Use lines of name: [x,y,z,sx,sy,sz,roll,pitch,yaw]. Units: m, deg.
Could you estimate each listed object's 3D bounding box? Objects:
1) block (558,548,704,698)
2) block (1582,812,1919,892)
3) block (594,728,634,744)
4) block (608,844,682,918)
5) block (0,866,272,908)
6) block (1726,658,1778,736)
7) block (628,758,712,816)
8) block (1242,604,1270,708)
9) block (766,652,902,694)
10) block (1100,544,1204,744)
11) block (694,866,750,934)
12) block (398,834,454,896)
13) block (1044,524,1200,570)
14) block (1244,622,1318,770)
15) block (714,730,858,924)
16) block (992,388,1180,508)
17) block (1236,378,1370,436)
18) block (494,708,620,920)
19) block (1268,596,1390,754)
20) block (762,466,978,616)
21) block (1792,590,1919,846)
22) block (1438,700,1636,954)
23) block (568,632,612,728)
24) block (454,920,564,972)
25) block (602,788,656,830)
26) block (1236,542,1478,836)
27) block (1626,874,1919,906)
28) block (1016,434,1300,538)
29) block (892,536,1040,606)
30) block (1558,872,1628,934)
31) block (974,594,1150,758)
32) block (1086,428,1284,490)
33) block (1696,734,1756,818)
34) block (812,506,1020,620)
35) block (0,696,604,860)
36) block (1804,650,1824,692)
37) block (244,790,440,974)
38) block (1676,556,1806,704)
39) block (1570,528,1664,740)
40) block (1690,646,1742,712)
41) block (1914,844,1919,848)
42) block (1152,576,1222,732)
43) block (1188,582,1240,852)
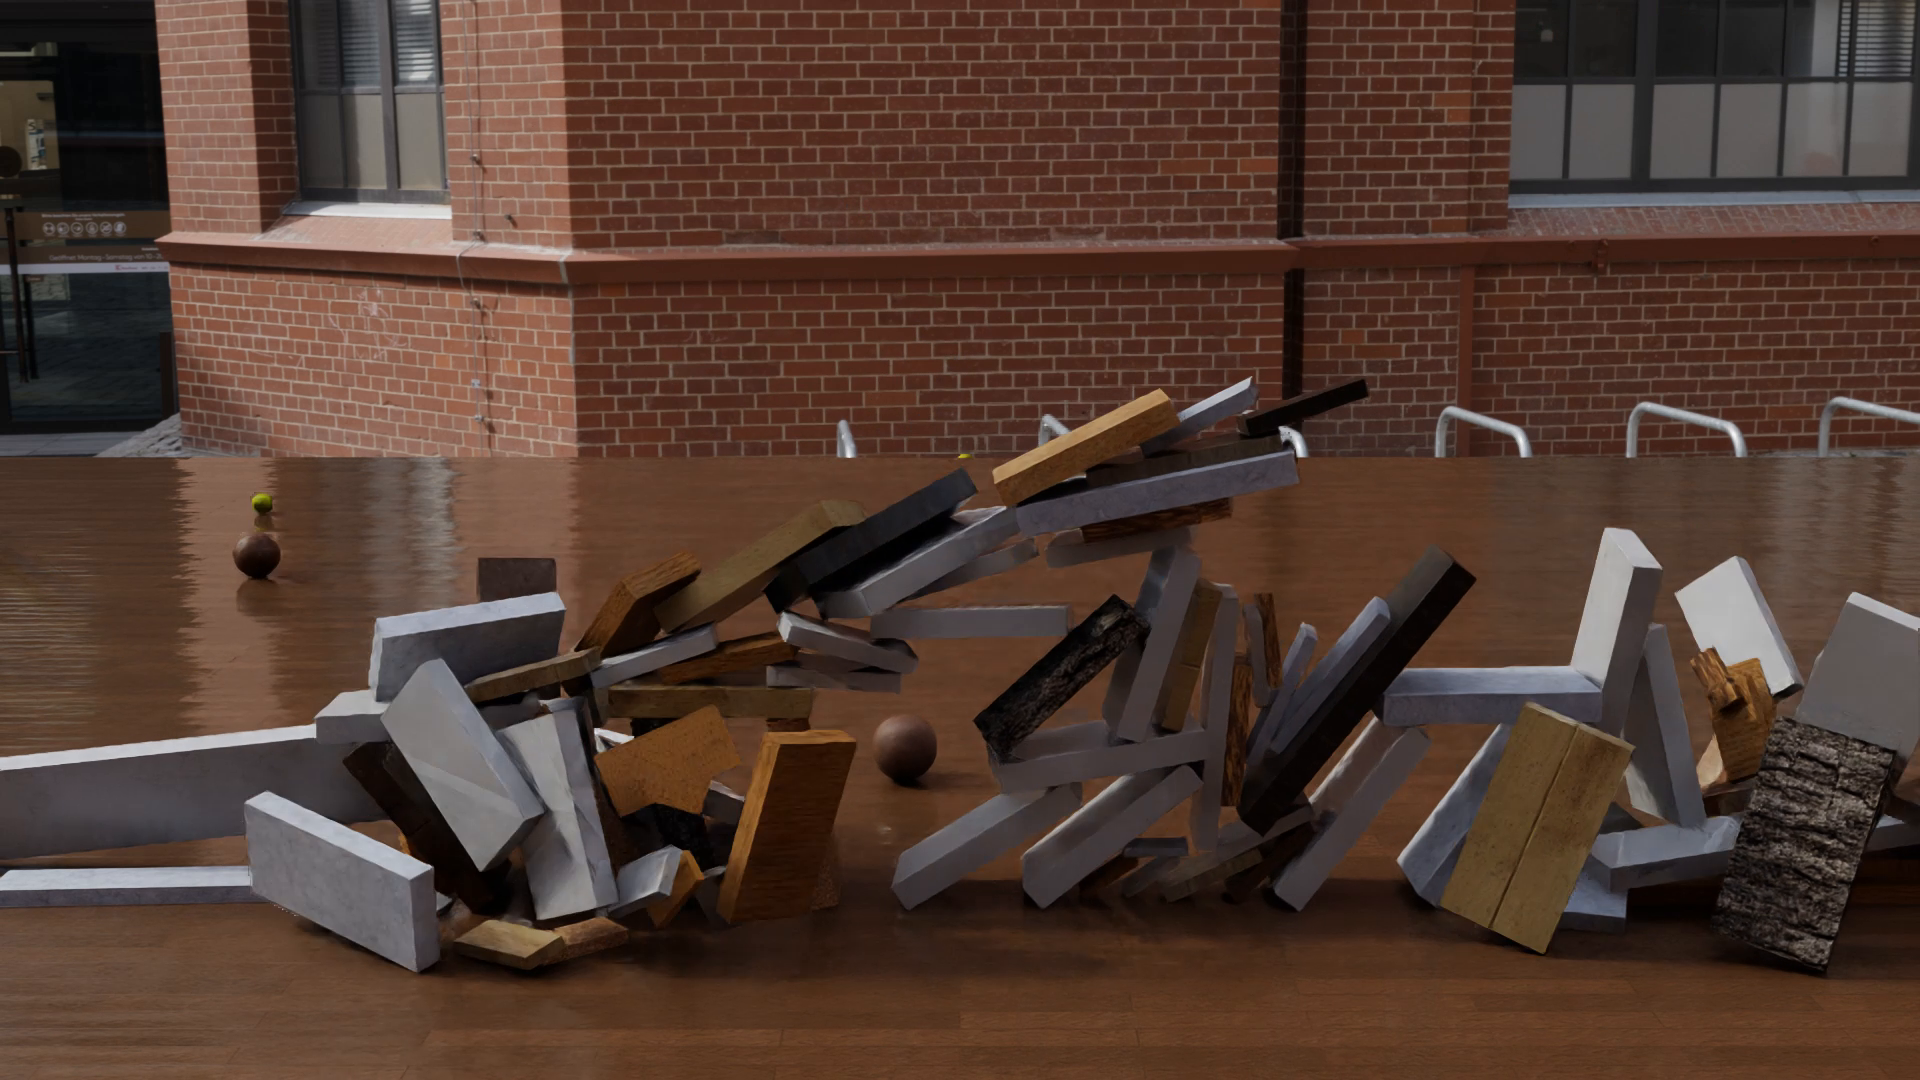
block: [-0.553,0.140,3.673,0.152,0.043,0.304,-28,-16,-45]
block: [1.491,0.470,3.643,0.963,0.039,0.139,-7,13,-10]
block: [-0.718,0.426,4.221,0.264,0.132,0.037,8,-31,38]
block: [-0.482,0.522,3.361,0.022,0.078,0.156,30,-36,-26]
block: [-1.308,0.576,3.668,0.577,0.029,0.101,-1,11,-3]
block: [1.350,0.292,3.763,0.083,0.166,0.023,-21,-28,23]
block: [-0.451,0.383,3.413,0.116,0.058,0.016,17,-5,-7]
block: [0.483,0.188,3.593,0.022,0.152,0.076,-7,18,1]
block: [-0.204,0.215,3.584,0.216,0.031,0.108,4,10,-2]
block: [0.309,0.158,3.563,0.044,0.313,0.157,17,8,-8]
block: [-0.373,0.558,3.415,0.058,0.116,0.016,-19,35,5]
block: [-0.884,0.537,3.647,0.017,0.117,0.059,-28,-10,37]
block: [0.265,-0.004,3.568,0.237,0.034,0.118,-11,11,15]
block: [0.526,0.255,3.610,0.022,0.240,0.076,22,15,-1]
block: [-0.267,0.438,3.372,0.150,0.301,0.043,3,20,-43]
block: [0.200,-0.149,3.525,0.304,0.043,0.152,-26,10,4]
block: [0.538,-0.210,3.465,0.195,0.028,0.098,-19,6,0]
block: [-0.621,0.423,3.376,0.150,0.301,0.043,-18,-7,40]
block: [0.600,0.220,3.591,0.023,0.293,0.083,35,19,-6]
block: [-0.147,0.002,3.615,0.346,0.049,0.173,-29,-5,-28]
block: [1.369,0.318,3.394,0.174,0.457,0.049,26,29,23]
block: [0.890,0.443,3.398,0.174,0.347,0.049,24,13,19]
block: [-0.649,0.241,3.928,0.037,0.132,0.264,-13,10,4]
block: [-0.689,0.618,3.360,0.156,0.022,0.078,4,19,34]
block: [-0.731,0.447,4.050,0.344,0.049,0.172,8,-24,35]
block: [0.636,0.242,3.597,0.047,0.537,0.167,37,9,-6]
block: [1.813,0.571,3.683,1.634,0.033,0.115,0,11,-1]
block: [0.316,-0.087,3.524,0.443,0.049,0.173,-11,11,8]
block: [0.002,0.052,3.656,0.237,0.034,0.118,-18,3,22]
block: [0.958,0.578,3.556,0.230,0.033,0.115,4,27,17]
block: [0.161,0.218,3.557,0.313,0.044,0.157,-42,9,-1]
block: [0.357,-0.133,3.506,0.310,0.028,0.098,-11,11,8]
block: [1.355,0.400,3.835,0.133,0.038,0.266,-19,11,38]
block: [-0.068,0.035,3.606,0.327,0.046,0.163,-29,12,-31]
block: [-1.231,0.417,3.755,1.222,0.172,0.049,-6,24,1]
block: [1.422,0.308,3.663,0.039,0.278,0.139,24,25,29]
block: [-0.960,0.526,3.407,0.381,0.163,0.046,16,27,32]
block: [1.386,0.176,3.914,0.038,0.266,0.133,15,-42,-38]
block: [1.066,0.167,3.611,0.047,0.334,0.167,6,22,-3]
block: [1.287,0.237,3.745,0.014,0.099,0.050,-2,-31,-36]
block: [1.713,0.503,3.694,0.237,0.034,0.118,6,11,-2]
block: [0.367,0.182,3.577,0.033,0.236,0.118,15,8,-6]
block: [0.417,0.290,3.620,0.033,0.424,0.118,4,11,-1]
